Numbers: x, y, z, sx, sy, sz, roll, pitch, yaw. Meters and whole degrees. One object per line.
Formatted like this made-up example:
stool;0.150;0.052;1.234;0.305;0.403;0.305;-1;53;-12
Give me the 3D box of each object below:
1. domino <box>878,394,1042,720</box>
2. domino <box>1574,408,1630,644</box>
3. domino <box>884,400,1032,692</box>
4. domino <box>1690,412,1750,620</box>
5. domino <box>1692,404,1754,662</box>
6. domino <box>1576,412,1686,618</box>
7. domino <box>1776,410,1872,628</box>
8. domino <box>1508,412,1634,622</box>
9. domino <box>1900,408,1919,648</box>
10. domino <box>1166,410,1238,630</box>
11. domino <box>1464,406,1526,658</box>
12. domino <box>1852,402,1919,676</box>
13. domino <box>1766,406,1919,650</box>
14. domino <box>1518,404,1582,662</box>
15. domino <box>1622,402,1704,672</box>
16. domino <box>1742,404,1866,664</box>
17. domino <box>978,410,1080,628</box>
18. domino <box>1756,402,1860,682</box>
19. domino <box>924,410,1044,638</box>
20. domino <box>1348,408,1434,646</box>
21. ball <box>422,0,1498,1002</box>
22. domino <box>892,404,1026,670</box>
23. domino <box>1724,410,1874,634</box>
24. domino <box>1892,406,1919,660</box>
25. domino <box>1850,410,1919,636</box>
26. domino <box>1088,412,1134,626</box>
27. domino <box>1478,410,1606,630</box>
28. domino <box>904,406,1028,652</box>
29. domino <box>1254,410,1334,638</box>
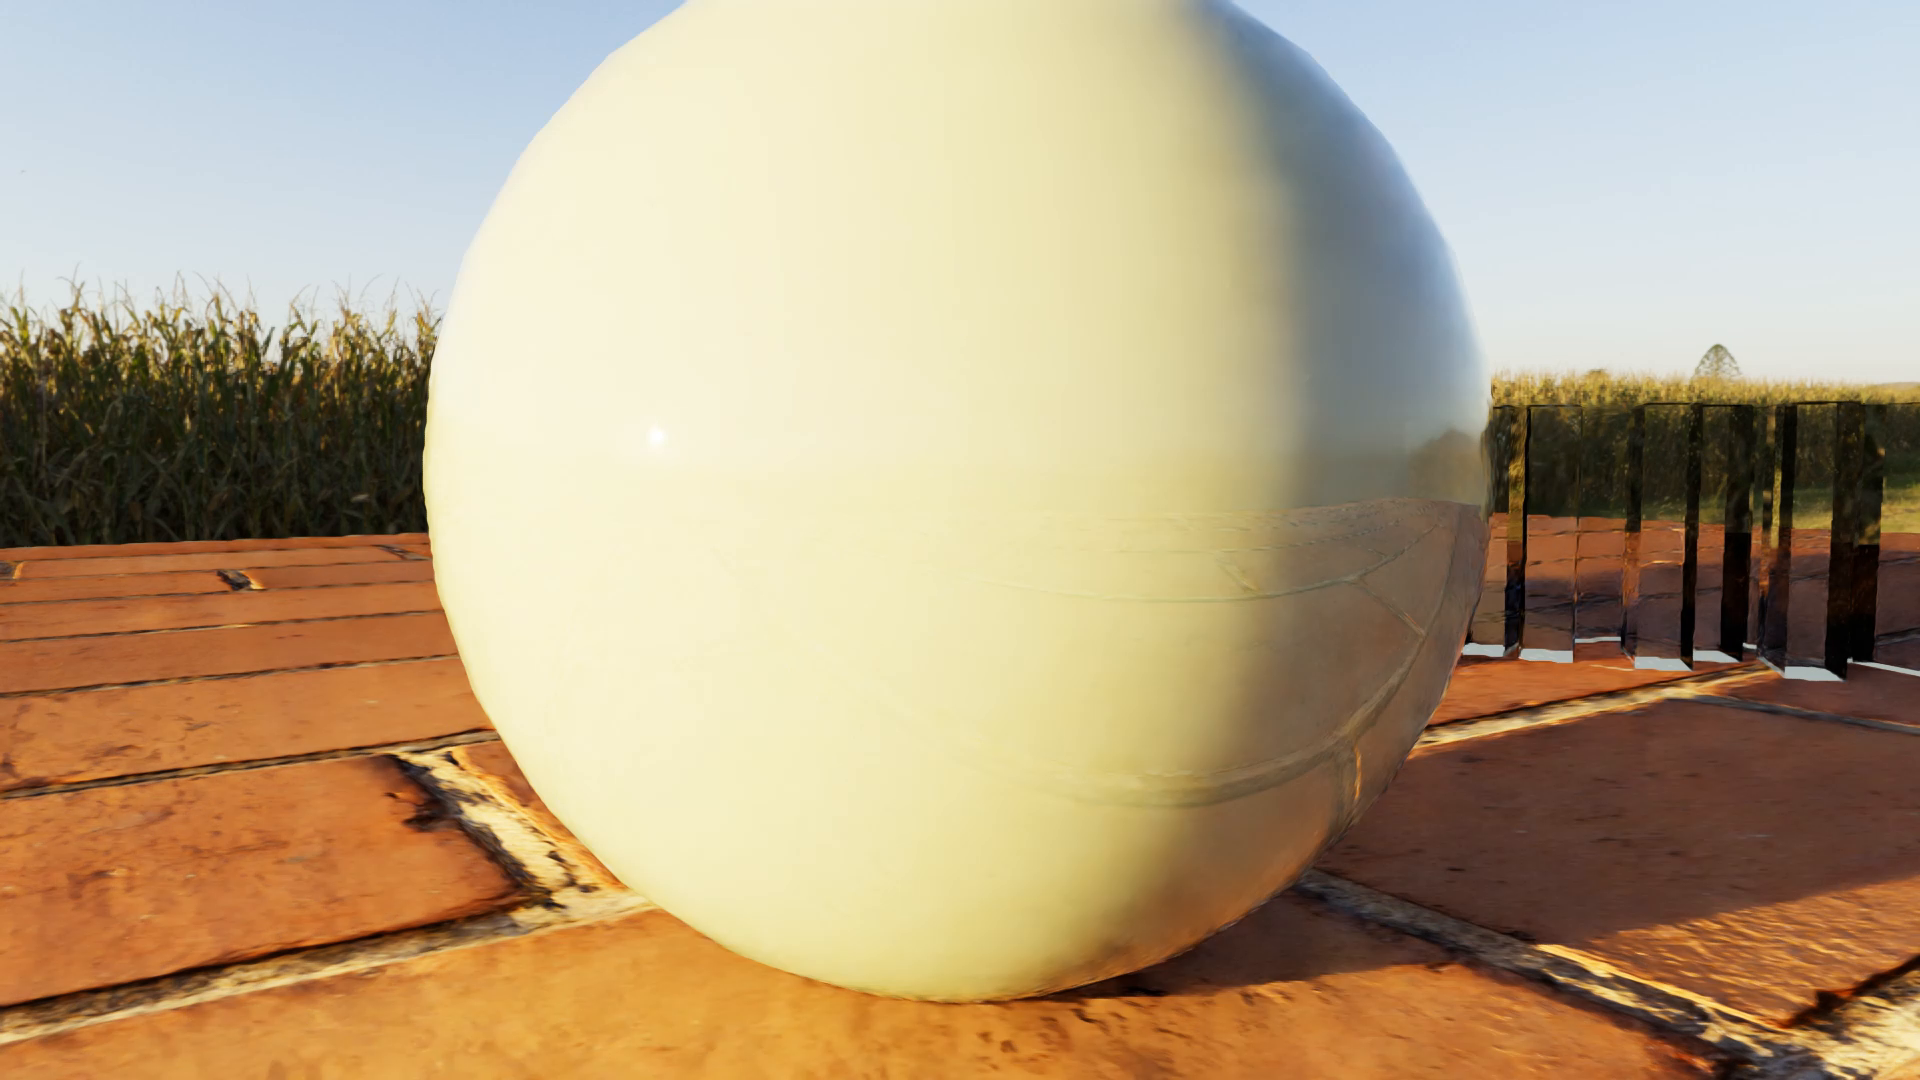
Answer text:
domino;0.000;0.002;0.201;0.025;0.050;0.009;0;4;0
domino;0.138;-0.003;0.280;0.025;0.050;0.009;-2;5;-19
domino;0.000;0.001;0.223;0.025;0.050;0.009;0;4;0
domino;0.191;-0.007;0.321;0.010;0.050;0.025;3;5;34
domino;0.151;-0.002;0.261;0.009;0.050;0.025;1;4;16
domino;0.170;-0.007;0.326;0.009;0.050;0.025;-1;4;-13
domino;0.207;-0.005;0.307;0.025;0.050;0.009;-3;5;-38
domino;0.151;-0.006;0.317;0.009;0.050;0.025;-3;5;-35
domino;0.212;-0.002;0.266;0.025;0.050;0.009;2;5;27
domino;0.057;-0.005;0.303;0.009;0.050;0.025;2;5;27
domino;0.111;-0.003;0.267;0.009;0.050;0.025;3;5;33
domino;0.180;0.000;0.236;0.009;0.050;0.025;-1;4;-9
domino;0.187;-0.003;0.270;0.025;0.050;0.009;1;4;16
domino;0.120;-0.002;0.261;0.009;0.050;0.025;2;5;26
domino;0.137;-0.001;0.251;0.009;0.050;0.025;2;5;22
domino;0.171;-0.002;0.260;0.009;0.050;0.025;-1;4;-12
domino;0.016;-0.005;0.306;0.010;0.050;0.025;-4;6;-41
domino;0.159;-0.001;0.241;0.009;0.050;0.025;2;5;21
domino;0.005;-0.004;0.287;0.025;0.050;0.009;1;5;18
domino;0.094;-0.003;0.280;0.009;0.050;0.025;3;5;36
ball;0.000;-0.005;0.103;0.080;0.080;0.080;0;4;0
domino;0.000;-0.001;0.244;0.025;0.050;0.009;0;4;2
domino;0.190;-0.004;0.291;0.025;0.050;0.009;0;4;1
domino;0.198;-0.001;0.248;0.025;0.050;0.009;4;6;42
domino;0.216;-0.004;0.287;0.025;0.050;0.009;0;4;-4
domino;0.037;-0.006;0.311;0.010;0.050;0.025;1;4;9
domino;0.136;-0.005;0.301;0.025;0.050;0.009;1;4;17
domino;0.001;-0.002;0.266;0.025;0.050;0.009;0;4;6
domino;0.076;-0.004;0.292;0.009;0.050;0.025;3;5;32
